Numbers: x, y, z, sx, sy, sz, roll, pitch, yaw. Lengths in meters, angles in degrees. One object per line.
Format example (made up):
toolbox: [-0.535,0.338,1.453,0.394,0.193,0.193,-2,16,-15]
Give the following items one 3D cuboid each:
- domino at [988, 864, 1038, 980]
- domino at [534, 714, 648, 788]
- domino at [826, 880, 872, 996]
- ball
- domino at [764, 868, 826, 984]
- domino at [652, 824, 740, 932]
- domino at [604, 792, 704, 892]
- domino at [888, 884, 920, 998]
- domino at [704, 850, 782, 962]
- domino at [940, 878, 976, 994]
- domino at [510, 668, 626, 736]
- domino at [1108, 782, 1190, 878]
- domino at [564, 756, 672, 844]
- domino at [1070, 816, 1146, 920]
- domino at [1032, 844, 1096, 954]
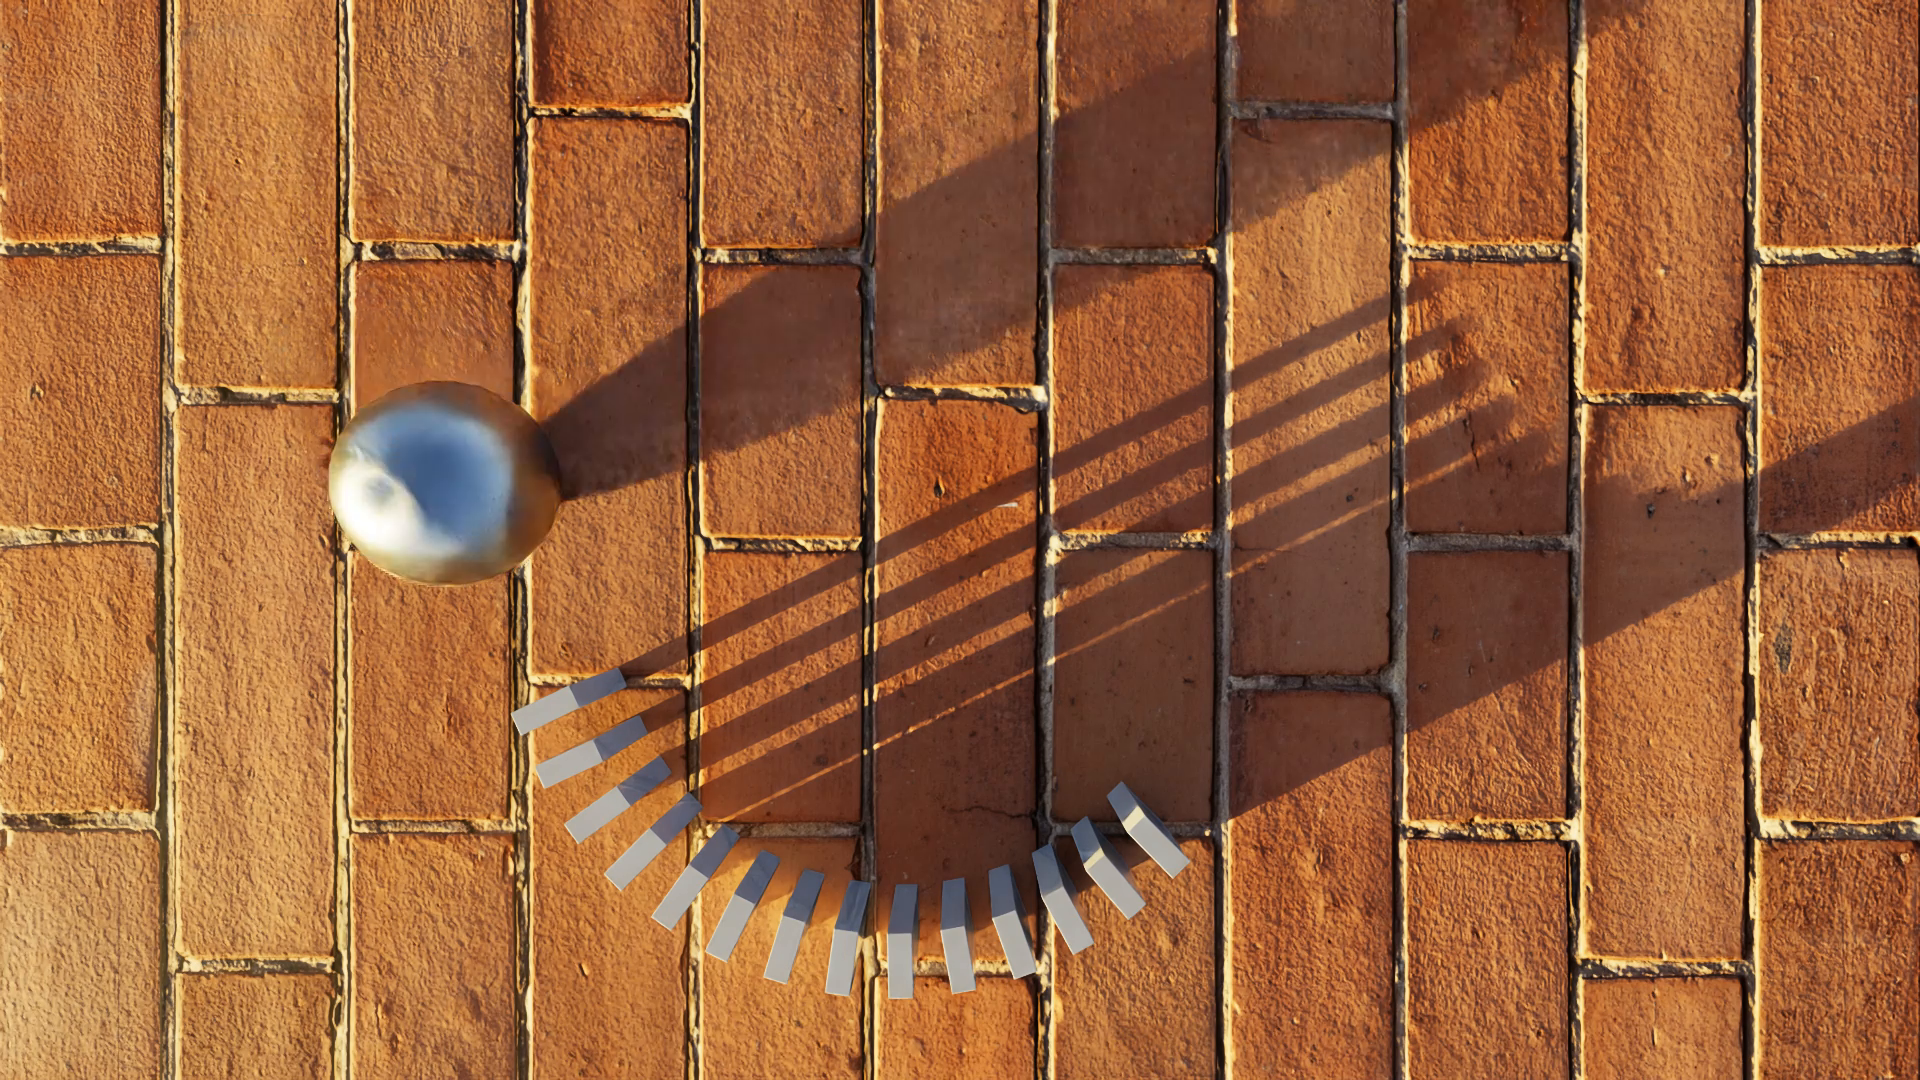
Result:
domino: [0.021,0.155,0.375,0.009,0.050,0.025,-20,90,0]
domino: [-0.149,0.086,0.375,0.025,0.050,0.009,-25,90,0]
domino: [-0.045,0.161,0.375,0.009,0.050,0.025,8,90,0]
ball: [-0.200,-0.022,0.360,0.080,0.080,0.080,0,90,0]
domino: [-0.067,0.156,0.375,0.010,0.050,0.025,17,90,0]
domino: [-0.107,0.137,0.375,0.010,0.050,0.025,36,90,0]
domino: [-0.124,0.122,0.375,0.010,0.050,0.025,45,90,0]
domino: [-0.023,0.163,0.375,0.010,0.050,0.025,-1,90,0]
domino: [-0.088,0.148,0.375,0.009,0.050,0.025,27,90,0]
domino: [-0.001,0.160,0.375,0.010,0.050,0.025,-10,90,0]
domino: [-0.158,0.065,0.375,0.025,0.050,0.009,-25,90,0]
domino: [0.076,0.117,0.375,0.009,0.050,0.025,-45,90,0]
domino: [-0.138,0.105,0.375,0.025,0.050,0.009,-36,90,0]
domino: [0.060,0.133,0.375,0.009,0.050,0.025,-41,90,0]
domino: [0.041,0.145,0.375,0.009,0.050,0.025,-29,90,0]
